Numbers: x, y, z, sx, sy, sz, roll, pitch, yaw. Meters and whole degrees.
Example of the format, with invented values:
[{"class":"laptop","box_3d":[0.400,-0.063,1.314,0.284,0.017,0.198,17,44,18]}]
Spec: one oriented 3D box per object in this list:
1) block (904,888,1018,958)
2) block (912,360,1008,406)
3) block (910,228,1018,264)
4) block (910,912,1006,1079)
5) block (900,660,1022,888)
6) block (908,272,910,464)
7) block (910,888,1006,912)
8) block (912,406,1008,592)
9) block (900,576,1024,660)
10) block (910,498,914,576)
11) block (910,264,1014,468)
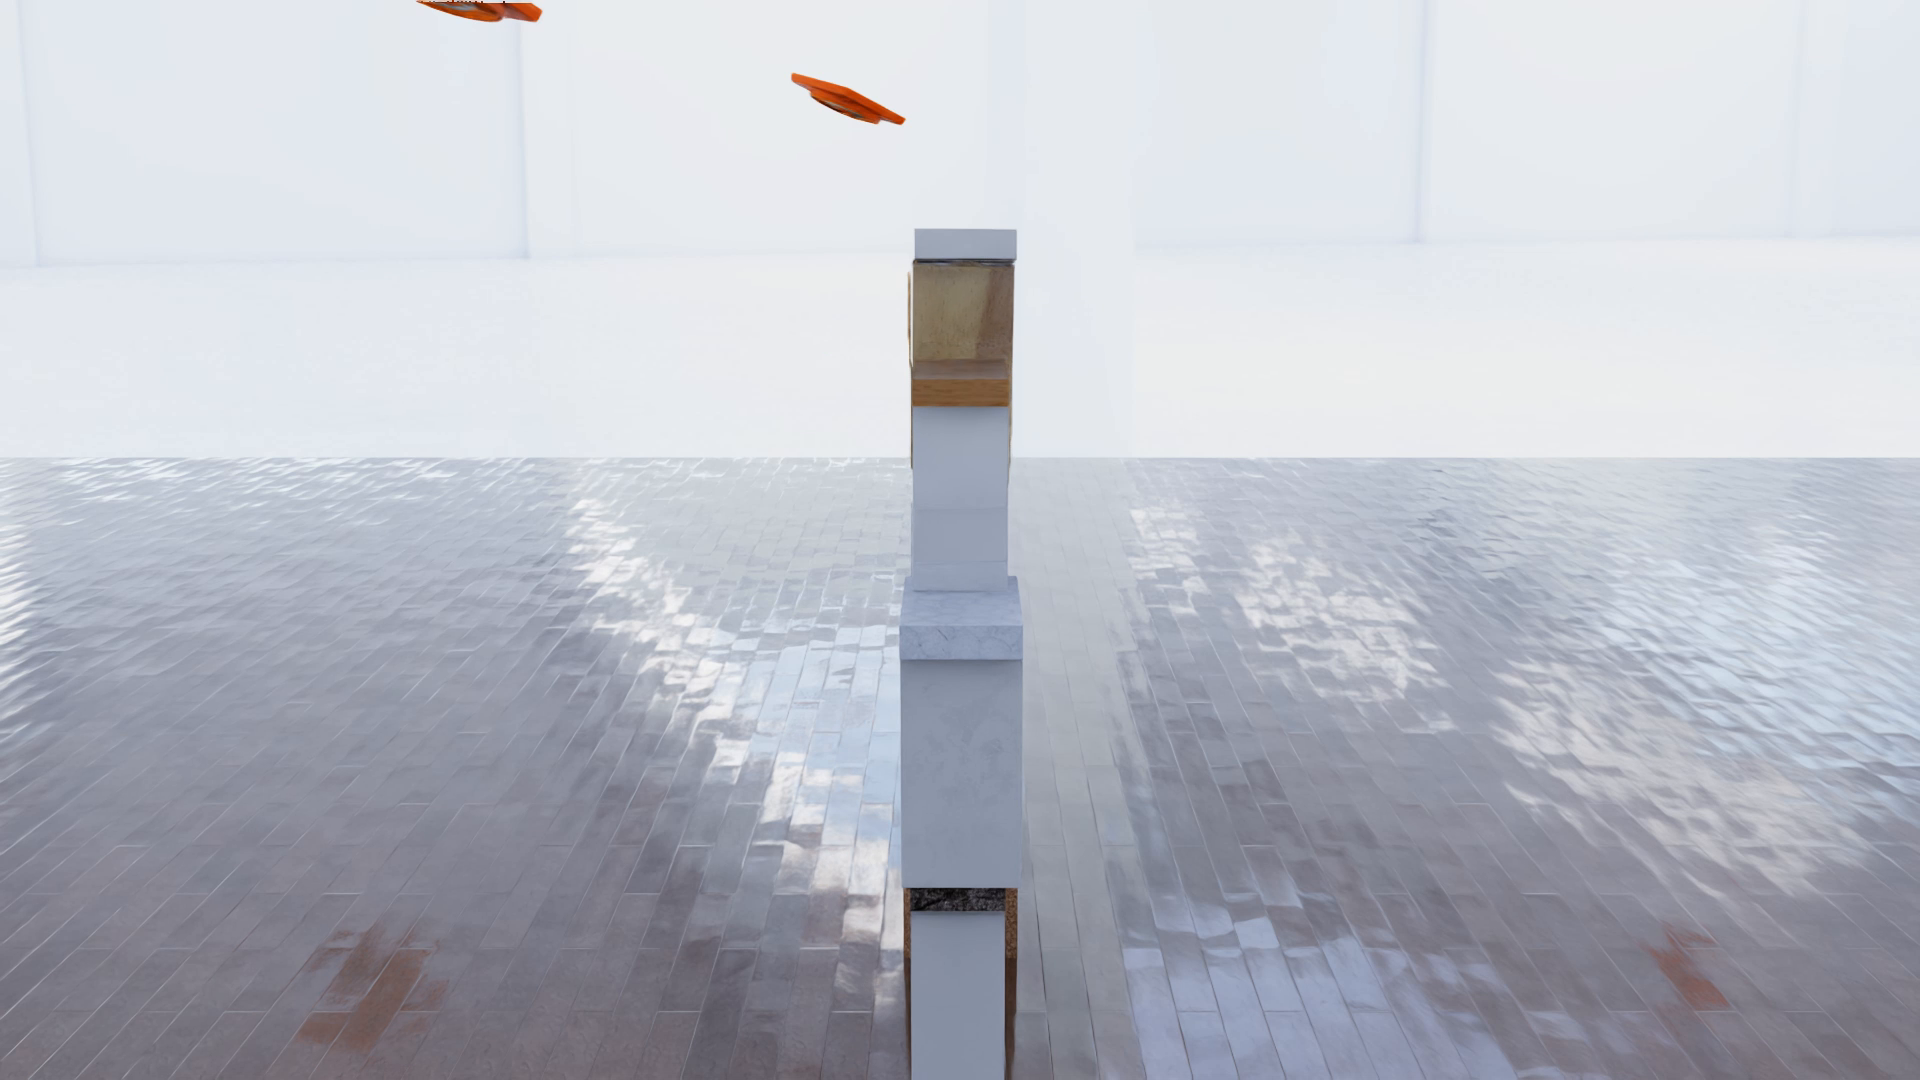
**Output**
[{"class":"block","box_3d":[0.001,0.466,3.377,0.175,0.350,0.050,0,11,0]},{"class":"block","box_3d":[0.001,-0.217,3.019,0.127,0.036,0.254,0,11,0]},{"class":"block","box_3d":[0.002,-0.465,3.546,0.159,0.045,0.319,0,3,-2]},{"class":"block","box_3d":[-0.003,0.600,2.937,0.124,0.248,0.035,0,11,0]},{"class":"block","box_3d":[0.002,0.295,2.851,0.156,0.312,0.044,0,11,0]},{"class":"block","box_3d":[-0.007,-0.288,3.686,0.159,0.319,0.045,0,11,0]},{"class":"block","box_3d":[-0.003,0.445,2.993,0.124,0.035,0.248,0,11,0]},{"class":"block","box_3d":[0.001,-0.059,2.962,0.127,0.254,0.036,0,11,0]},{"class":"block","box_3d":[0.001,0.100,2.920,0.156,0.044,0.312,0,11,0]},{"class":"block","box_3d":[-0.014,0.066,3.581,0.132,0.264,0.037,0,11,-1]},{"class":"block","box_3d":[0.002,-0.275,3.471,0.159,0.319,0.045,0,12,-5]}]
